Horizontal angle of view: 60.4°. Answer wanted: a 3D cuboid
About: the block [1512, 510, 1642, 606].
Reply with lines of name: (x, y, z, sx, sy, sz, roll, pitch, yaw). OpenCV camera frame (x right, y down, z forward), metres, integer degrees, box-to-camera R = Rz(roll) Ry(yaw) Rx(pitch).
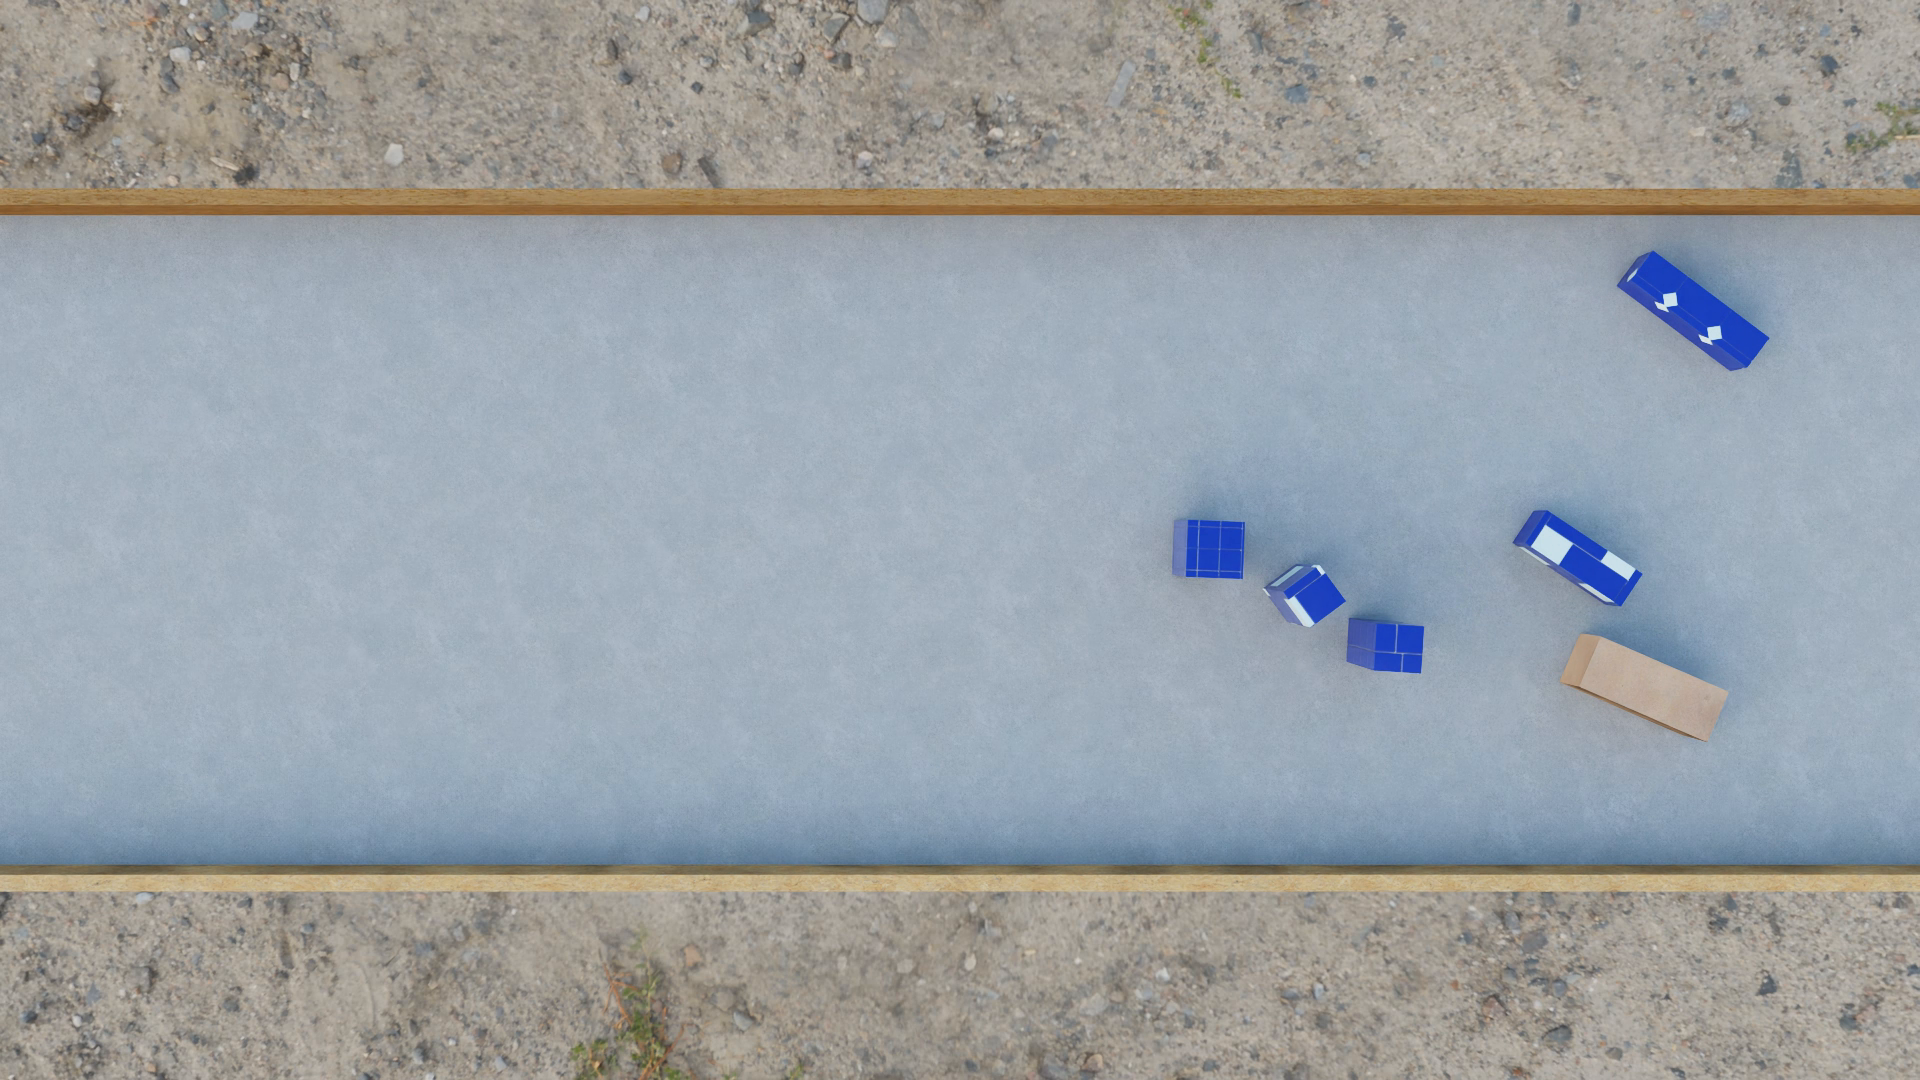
block: (1.876, 0.055, 5.018, 0.345, 0.118, 0.118, 34, 90, 0)

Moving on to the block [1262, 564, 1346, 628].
block: (1.021, 0.163, 4.912, 0.129, 0.329, 0.129, -37, 90, 0)

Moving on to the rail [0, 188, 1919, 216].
rail: (-2.247, -1.025, 5.002, 12.000, 0.150, 0.050, 0, 90, 0)

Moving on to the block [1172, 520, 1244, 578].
block: (0.738, 0.027, 4.921, 0.165, 0.310, 0.165, 2, 90, 0)

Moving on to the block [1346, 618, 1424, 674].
block: (1.261, 0.311, 4.906, 0.136, 0.340, 0.136, 4, 90, 0)

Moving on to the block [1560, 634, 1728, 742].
block: (2.068, 0.445, 4.995, 0.416, 0.163, 0.163, 23, 90, 0)

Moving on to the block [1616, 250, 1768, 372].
block: (2.229, -0.696, 5.021, 0.438, 0.111, 0.111, 37, 90, 0)

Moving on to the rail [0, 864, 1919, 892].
rail: (-2.247, 1.025, 5.001, 12.000, 0.150, 0.050, 0, 90, 0)
